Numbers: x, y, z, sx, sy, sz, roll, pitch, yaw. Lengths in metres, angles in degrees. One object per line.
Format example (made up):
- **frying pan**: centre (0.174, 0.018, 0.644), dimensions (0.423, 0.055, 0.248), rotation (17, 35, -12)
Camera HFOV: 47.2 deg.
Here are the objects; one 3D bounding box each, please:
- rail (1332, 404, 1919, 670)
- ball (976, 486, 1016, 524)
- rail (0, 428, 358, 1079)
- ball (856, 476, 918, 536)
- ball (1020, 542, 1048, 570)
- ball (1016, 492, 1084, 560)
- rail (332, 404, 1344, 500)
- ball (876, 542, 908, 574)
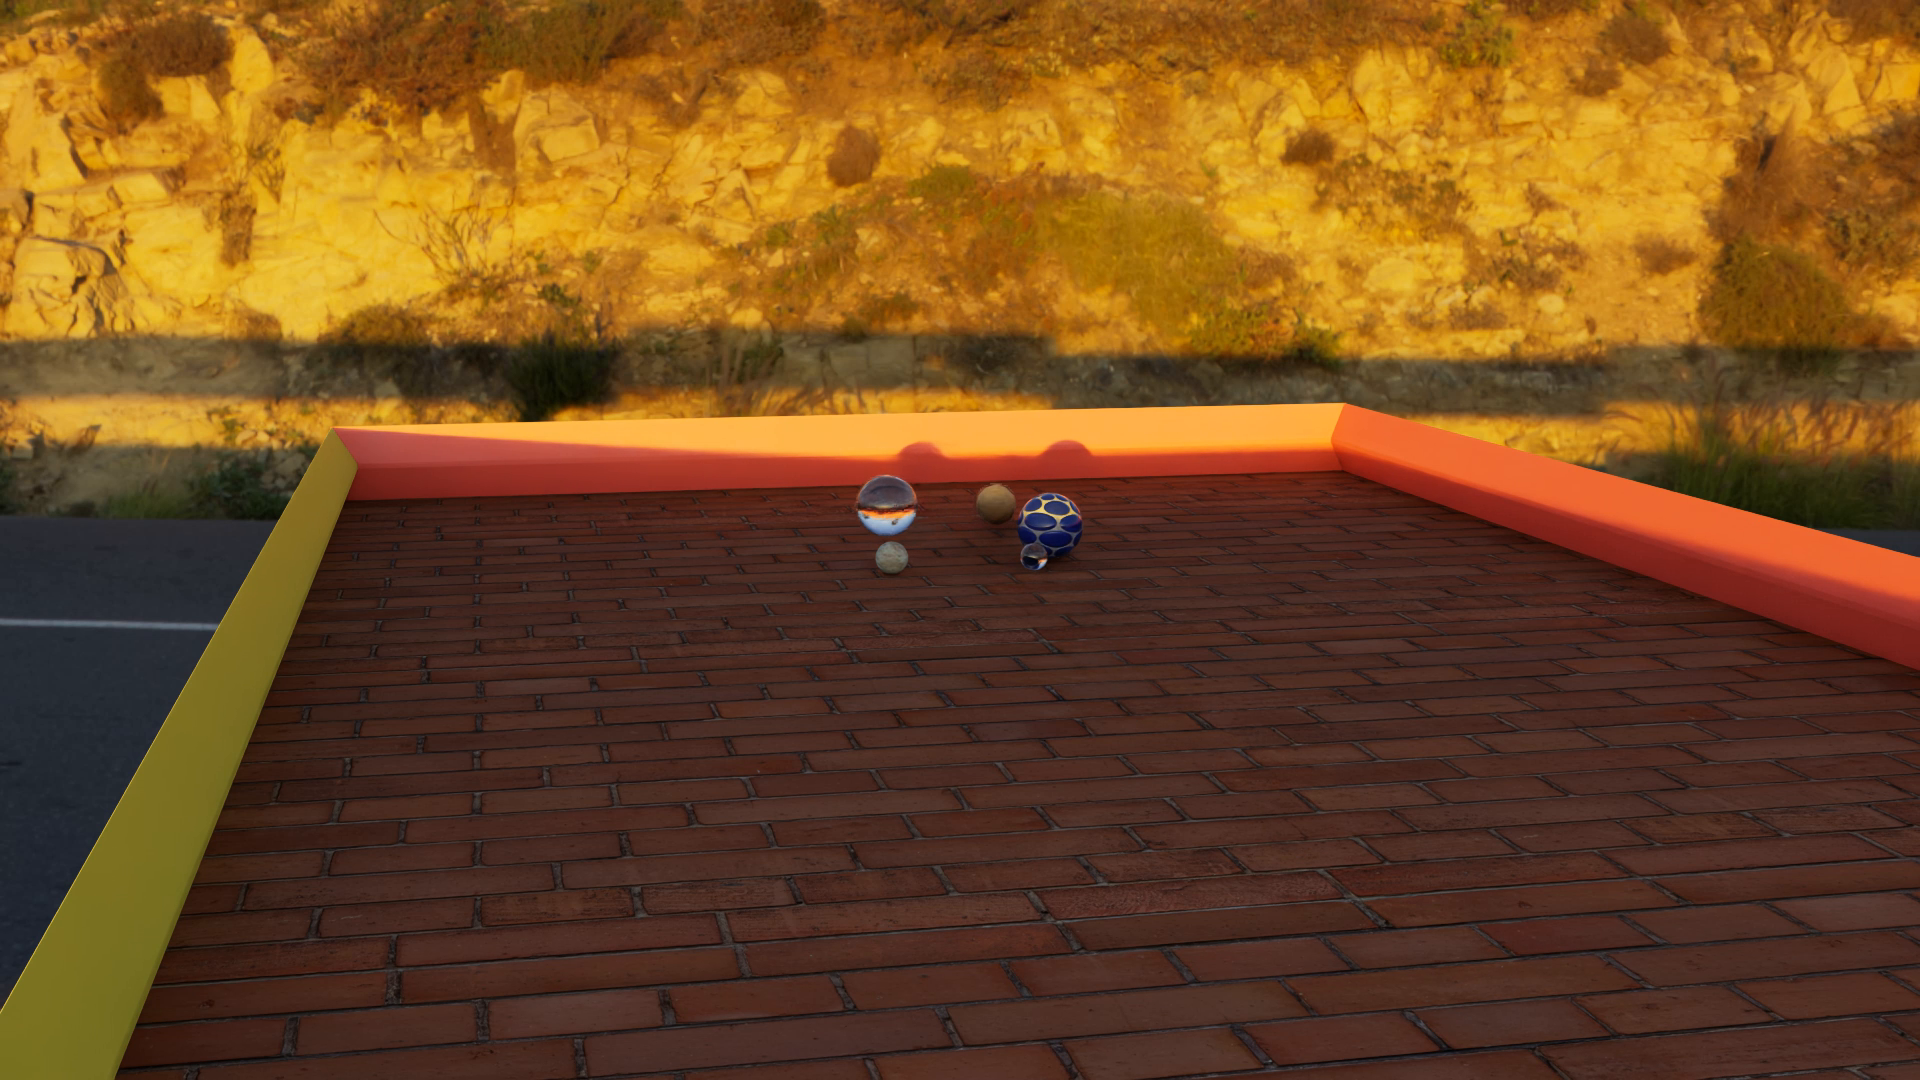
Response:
- **rail**: centre (1.084, 0.076, 2.628), dimensions (0.045, 0.129, 3.406), rotation (-2, 10, -12)
- **ball**: centre (0.059, -0.058, 3.621), dimensions (0.065, 0.065, 0.065), rotation (0, 10, 0)
- **rail**: centre (-0.724, 0.141, 2.242), dimensions (0.045, 0.129, 3.406), rotation (-2, 10, -12)
- **ball**: centre (-0.116, -0.054, 3.505), dimensions (0.097, 0.097, 0.097), rotation (0, 10, 0)
- **ball**: centre (0.108, 0.024, 3.209), dimensions (0.041, 0.041, 0.041), rotation (0, 10, 0)
- **ball**: centre (0.135, -0.021, 3.300), dimensions (0.099, 0.099, 0.099), rotation (0, 10, 0)
- **rail**: centre (-0.175, -0.164, 4.053), dimensions (1.897, 0.129, 0.045), rotation (-2, 10, -12)
- **ball**: centre (-0.099, 0.026, 3.178), dimensions (0.048, 0.048, 0.048), rotation (0, 10, 0)
